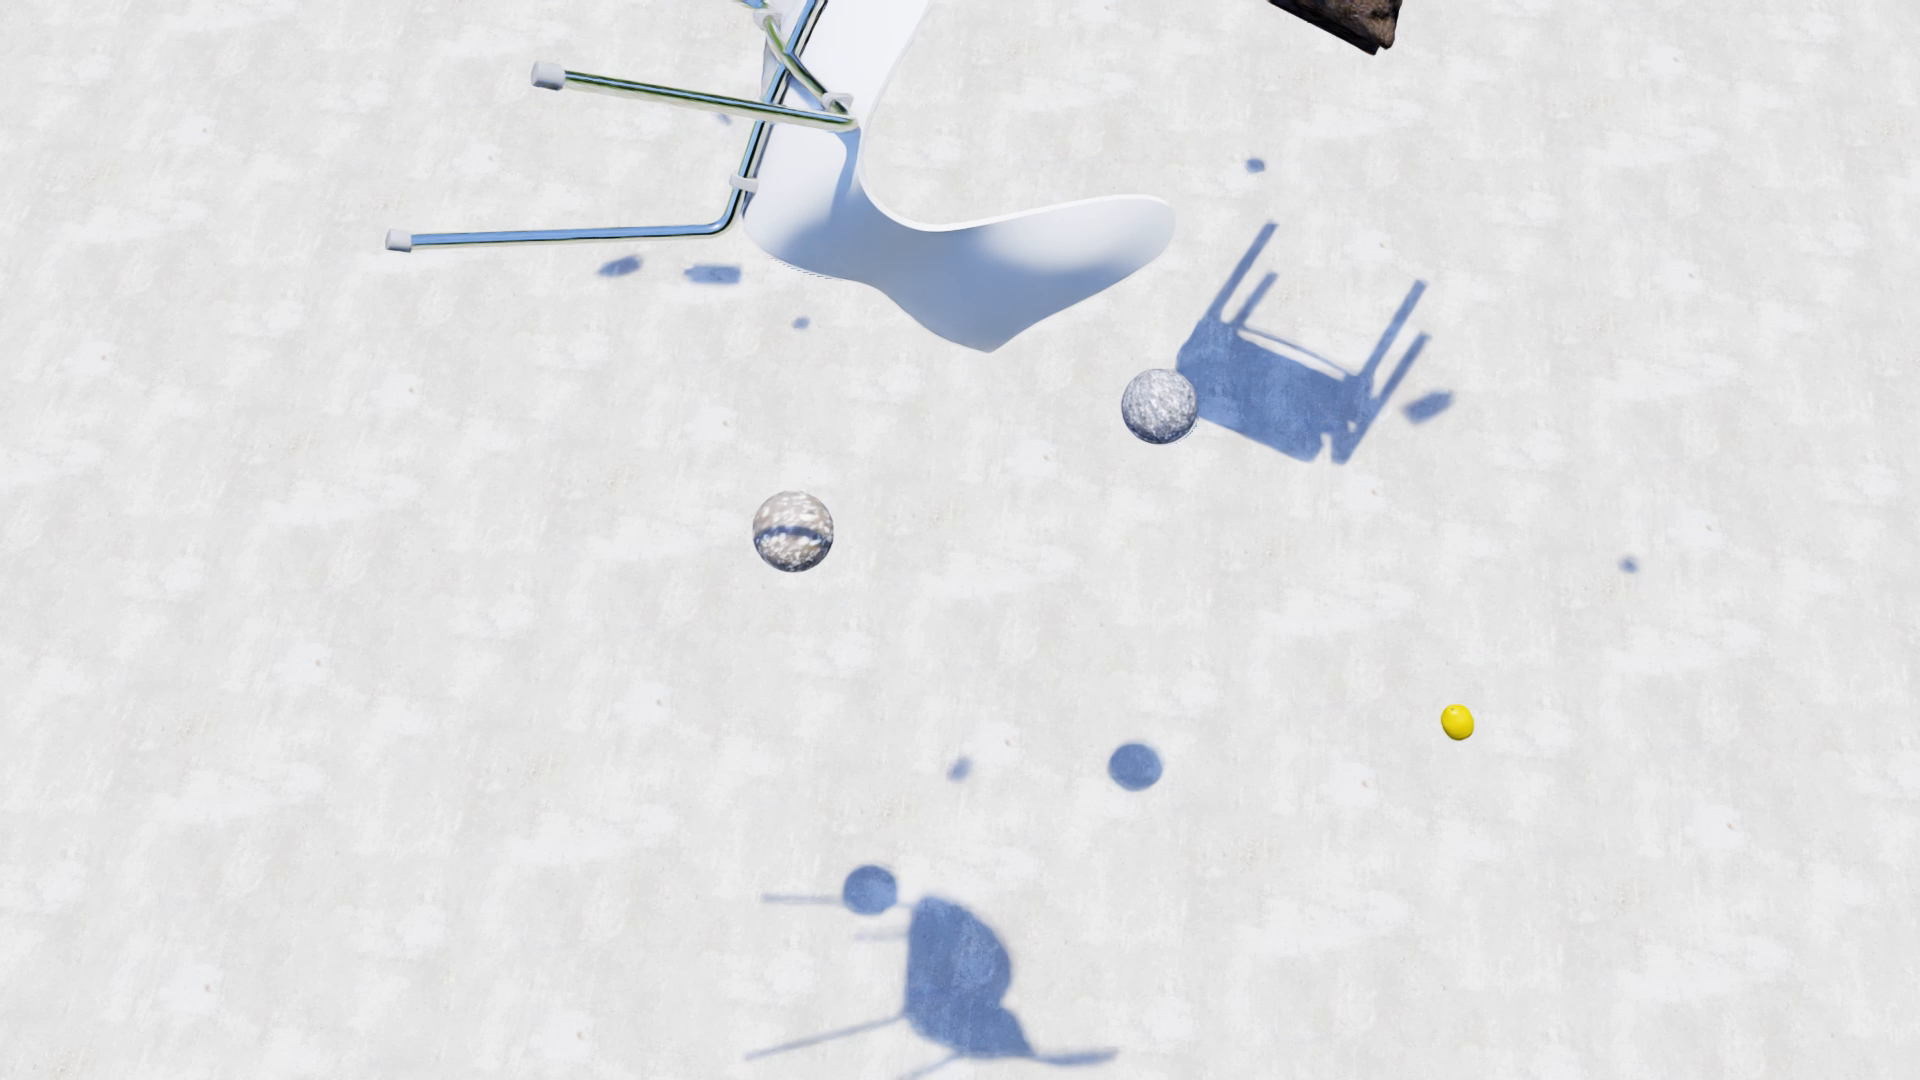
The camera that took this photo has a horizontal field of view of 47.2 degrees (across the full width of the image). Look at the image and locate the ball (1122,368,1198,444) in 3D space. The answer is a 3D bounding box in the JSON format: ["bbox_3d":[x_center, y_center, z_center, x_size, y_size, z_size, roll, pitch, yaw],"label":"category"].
[{"bbox_3d":[0.415,-0.278,4.565,0.160,0.160,0.160,0,56,0],"label":"ball"}]

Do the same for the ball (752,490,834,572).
[{"bbox_3d":[-0.324,-0.017,4.263,0.160,0.160,0.160,0,56,0],"label":"ball"}]
